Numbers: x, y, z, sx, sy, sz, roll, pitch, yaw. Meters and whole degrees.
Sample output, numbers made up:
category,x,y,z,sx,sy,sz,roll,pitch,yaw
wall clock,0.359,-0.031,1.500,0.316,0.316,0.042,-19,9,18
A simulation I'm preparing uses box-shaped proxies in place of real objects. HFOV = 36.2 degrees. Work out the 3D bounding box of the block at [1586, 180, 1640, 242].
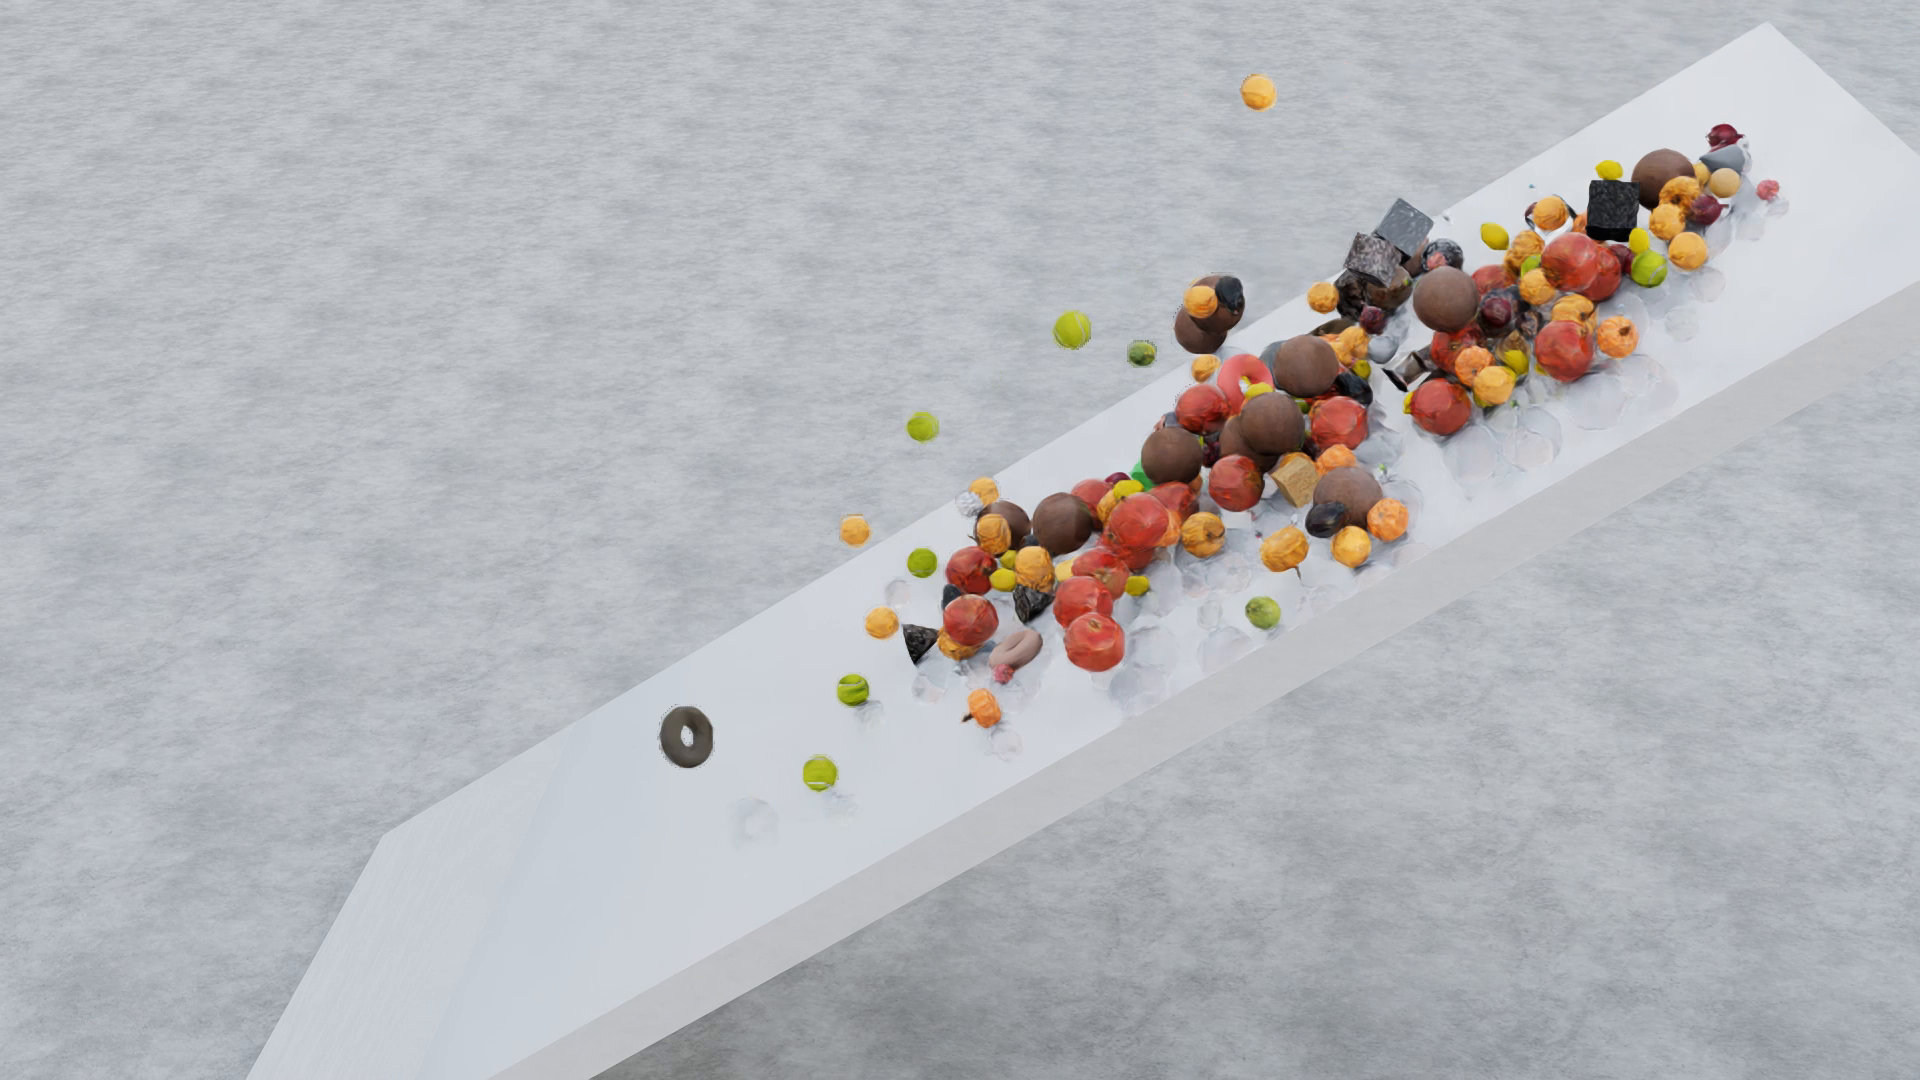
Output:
category,x,y,z,sx,sy,sz,roll,pitch,yaw
block,1.306,-0.658,5.882,0.097,0.097,0.097,5,-9,13

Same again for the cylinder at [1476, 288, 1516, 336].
category,x,y,z,sx,sy,sz,roll,pitch,yaw
cylinder,1.065,-0.453,5.843,0.073,0.073,0.073,3,-19,7

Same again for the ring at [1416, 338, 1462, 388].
category,x,y,z,sx,sy,sz,roll,pitch,yaw
ring,0.952,-0.357,5.949,0.141,0.047,0.141,-32,14,9

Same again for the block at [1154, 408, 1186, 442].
category,x,y,z,sx,sy,sz,roll,pitch,yaw
block,0.481,-0.254,6.601,0.054,0.054,0.054,-18,22,46

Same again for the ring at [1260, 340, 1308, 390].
category,x,y,z,sx,sy,sz,roll,pitch,yaw
ring,0.706,-0.383,6.428,0.109,0.109,0.036,0,6,0

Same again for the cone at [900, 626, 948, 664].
category,x,y,z,sx,sy,sz,roll,pitch,yaw
cone,-0.068,0.208,6.293,0.090,0.090,0.090,-25,21,2

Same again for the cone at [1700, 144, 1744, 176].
category,x,y,z,sx,sy,sz,roll,pitch,yaw
cone,1.507,-0.757,5.878,0.083,0.083,0.083,8,15,-27

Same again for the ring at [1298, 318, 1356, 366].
category,x,y,z,sx,sy,sz,roll,pitch,yaw
ring,0.810,-0.439,6.497,0.148,0.049,0.148,-31,15,9

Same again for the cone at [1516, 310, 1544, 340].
category,x,y,z,sx,sy,sz,roll,pitch,yaw
cone,1.127,-0.410,5.784,0.058,0.058,0.058,-2,46,-6

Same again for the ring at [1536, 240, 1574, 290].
category,x,y,z,sx,sy,sz,roll,pitch,yaw
ring,1.175,-0.545,5.811,0.036,0.108,0.108,24,18,-8

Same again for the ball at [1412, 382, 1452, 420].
category,x,y,z,sx,sy,sz,roll,pitch,yaw
ball,0.914,-0.270,5.699,0.076,0.076,0.076,0,20,0

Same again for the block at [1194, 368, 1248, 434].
category,x,y,z,sx,sy,sz,roll,pitch,yaw
block,0.579,-0.303,6.377,0.086,0.086,0.086,24,24,-43

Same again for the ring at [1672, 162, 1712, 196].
category,x,y,z,sx,sy,sz,roll,pitch,yaw
ring,1.499,-0.740,6.026,0.092,0.031,0.092,-36,14,10

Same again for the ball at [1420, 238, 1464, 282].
category,x,y,z,sx,sy,sz,roll,pitch,yaw
ball,1.056,-0.613,6.436,0.095,0.095,0.095,0,20,0

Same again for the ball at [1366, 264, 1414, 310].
category,x,y,z,sx,sy,sz,roll,pitch,yaw
ball,0.892,-0.527,6.104,0.096,0.096,0.096,0,20,0

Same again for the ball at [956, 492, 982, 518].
category,x,y,z,sx,sy,sz,roll,pitch,yaw
ball,0.021,-0.079,6.530,0.057,0.057,0.057,0,20,0

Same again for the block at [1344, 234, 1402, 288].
category,x,y,z,sx,sy,sz,roll,pitch,yaw
block,0.833,-0.564,5.929,0.075,0.075,0.075,21,-4,35

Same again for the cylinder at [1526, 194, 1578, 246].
category,x,y,z,sx,sy,sz,roll,pitch,yaw
cylinder,1.226,-0.663,6.094,0.076,0.076,0.076,-43,29,-4

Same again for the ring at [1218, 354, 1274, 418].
category,x,y,z,sx,sy,sz,roll,pitch,yaw
ring,0.611,-0.328,6.287,0.143,0.143,0.048,-15,-1,-35

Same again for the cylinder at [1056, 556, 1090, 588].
category,x,y,z,sx,sy,sz,roll,pitch,yaw
cylinder,0.236,0.066,6.122,0.052,0.052,0.052,-23,4,37

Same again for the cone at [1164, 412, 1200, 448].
category,x,y,z,sx,sy,sz,roll,pitch,yaw
cone,0.473,-0.221,6.541,0.092,0.092,0.092,22,36,-17

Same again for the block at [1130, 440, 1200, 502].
category,x,y,z,sx,sy,sz,roll,pitch,yaw
block,0.435,-0.146,6.271,0.087,0.087,0.087,-52,21,-25

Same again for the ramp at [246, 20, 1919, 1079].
category,x,y,z,sx,sy,sz,roll,pitch,yaw
ramp,0.140,0.170,6.293,4.000,0.100,2.000,-30,15,13

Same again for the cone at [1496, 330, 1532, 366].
category,x,y,z,sx,sy,sz,roll,pitch,yaw
cone,1.068,-0.383,5.657,0.070,0.070,0.070,-2,54,3

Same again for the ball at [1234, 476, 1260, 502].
category,x,y,z,sx,sy,sz,roll,pitch,yaw
ball,0.577,-0.102,5.929,0.053,0.053,0.053,0,20,0

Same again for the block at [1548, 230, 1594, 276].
category,x,y,z,sx,sy,sz,roll,pitch,yaw
block,1.234,-0.579,5.941,0.060,0.060,0.060,10,-26,-25

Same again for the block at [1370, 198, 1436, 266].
category,x,y,z,sx,sy,sz,roll,pitch,yaw
block,0.929,-0.649,6.204,0.093,0.093,0.093,35,-9,0

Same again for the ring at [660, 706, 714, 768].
category,x,y,z,sx,sy,sz,roll,pitch,yaw
ring,-0.589,0.424,6.343,0.045,0.135,0.135,-13,6,46

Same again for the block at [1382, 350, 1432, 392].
category,x,y,z,sx,sy,sz,roll,pitch,yaw
block,0.854,-0.324,5.629,0.056,0.056,0.056,-43,16,-6

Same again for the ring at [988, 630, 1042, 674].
category,x,y,z,sx,sy,sz,roll,pitch,yaw
ring,0.112,0.224,5.910,0.122,0.041,0.122,-32,16,10

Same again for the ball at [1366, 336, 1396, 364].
category,x,y,z,sx,sy,sz,roll,pitch,yaw
ball,0.857,-0.387,5.981,0.059,0.059,0.059,0,20,0

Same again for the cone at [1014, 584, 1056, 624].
category,x,y,z,sx,sy,sz,roll,pitch,yaw
cone,0.165,0.126,6.106,0.083,0.083,0.083,-9,22,-19

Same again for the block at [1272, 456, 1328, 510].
category,x,y,z,sx,sy,sz,roll,pitch,yaw
block,0.663,-0.112,5.745,0.068,0.068,0.068,-35,17,-3

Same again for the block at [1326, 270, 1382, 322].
category,x,y,z,sx,sy,sz,roll,pitch,yaw
block,0.898,-0.554,6.587,0.092,0.092,0.092,-18,22,47

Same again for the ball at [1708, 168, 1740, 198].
category,x,y,z,sx,sy,sz,roll,pitch,yaw
ball,1.497,-0.699,5.757,0.060,0.060,0.060,0,20,0
